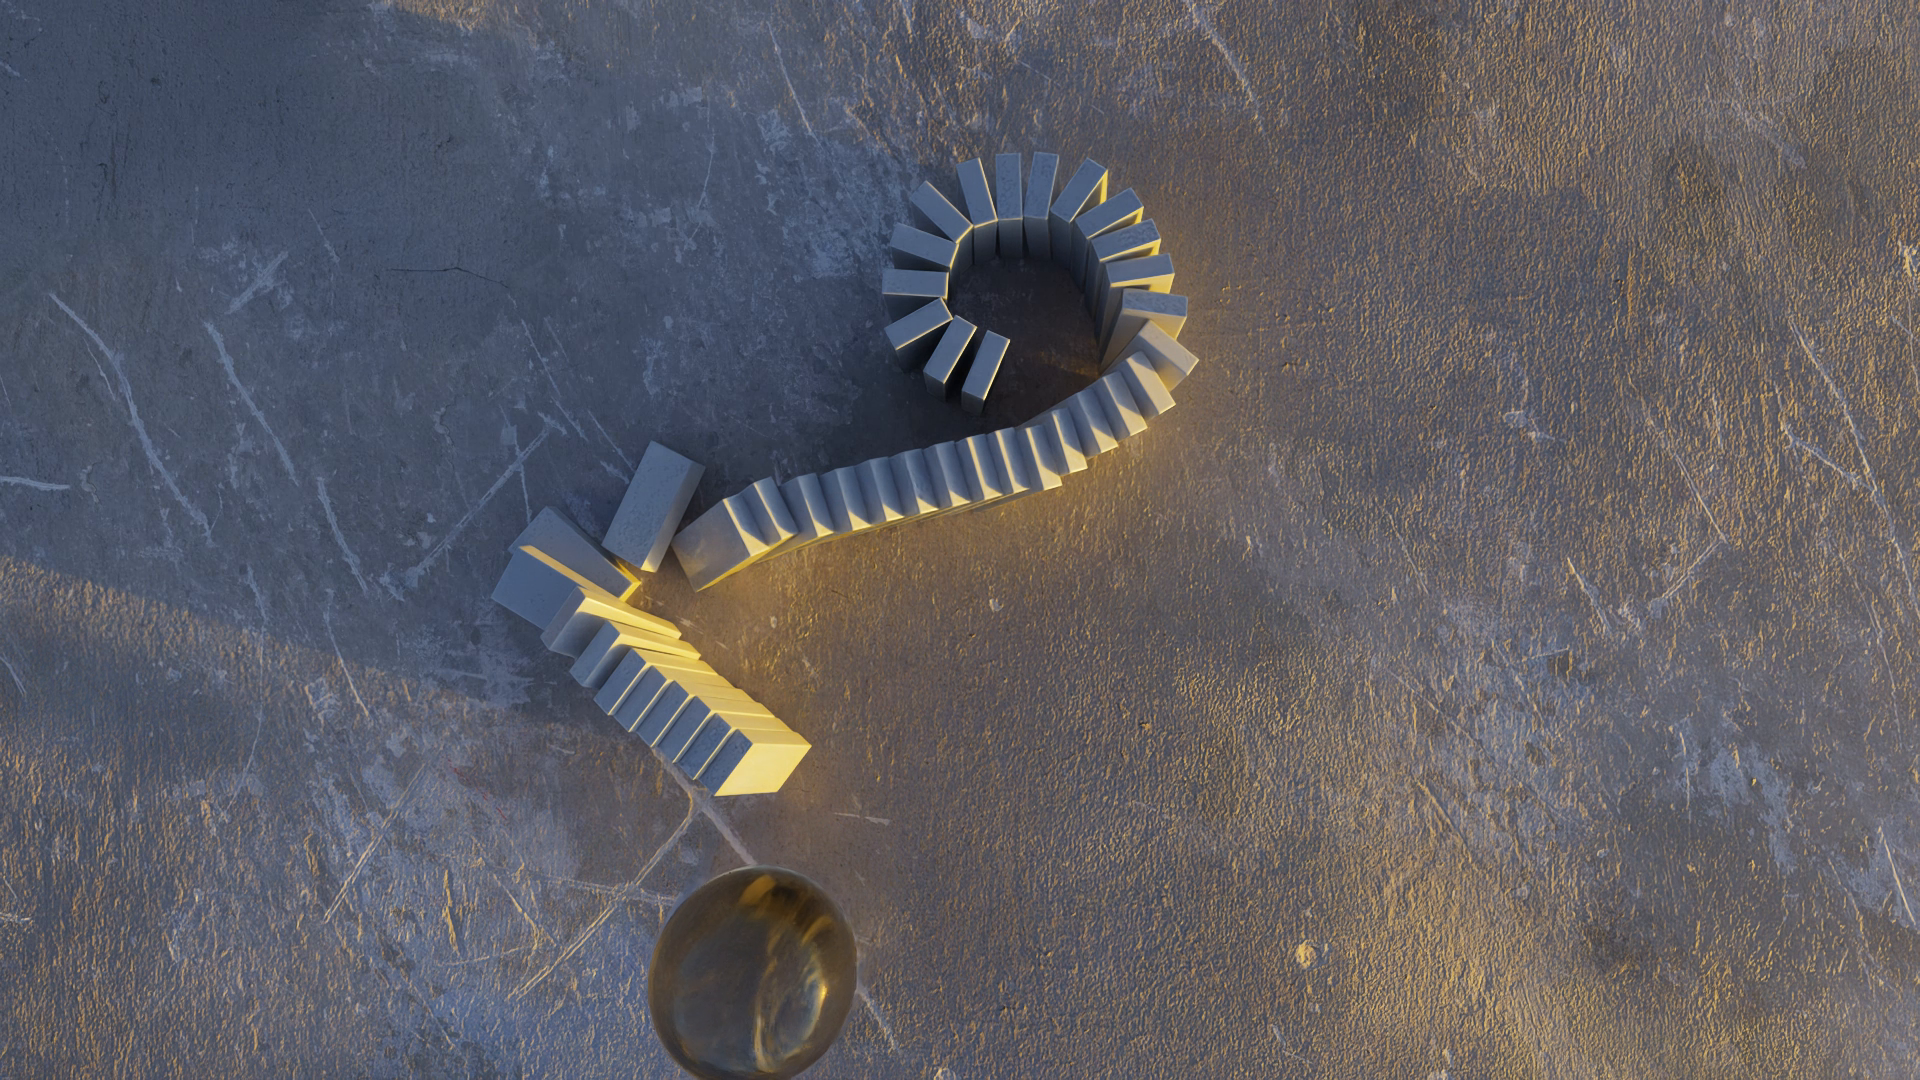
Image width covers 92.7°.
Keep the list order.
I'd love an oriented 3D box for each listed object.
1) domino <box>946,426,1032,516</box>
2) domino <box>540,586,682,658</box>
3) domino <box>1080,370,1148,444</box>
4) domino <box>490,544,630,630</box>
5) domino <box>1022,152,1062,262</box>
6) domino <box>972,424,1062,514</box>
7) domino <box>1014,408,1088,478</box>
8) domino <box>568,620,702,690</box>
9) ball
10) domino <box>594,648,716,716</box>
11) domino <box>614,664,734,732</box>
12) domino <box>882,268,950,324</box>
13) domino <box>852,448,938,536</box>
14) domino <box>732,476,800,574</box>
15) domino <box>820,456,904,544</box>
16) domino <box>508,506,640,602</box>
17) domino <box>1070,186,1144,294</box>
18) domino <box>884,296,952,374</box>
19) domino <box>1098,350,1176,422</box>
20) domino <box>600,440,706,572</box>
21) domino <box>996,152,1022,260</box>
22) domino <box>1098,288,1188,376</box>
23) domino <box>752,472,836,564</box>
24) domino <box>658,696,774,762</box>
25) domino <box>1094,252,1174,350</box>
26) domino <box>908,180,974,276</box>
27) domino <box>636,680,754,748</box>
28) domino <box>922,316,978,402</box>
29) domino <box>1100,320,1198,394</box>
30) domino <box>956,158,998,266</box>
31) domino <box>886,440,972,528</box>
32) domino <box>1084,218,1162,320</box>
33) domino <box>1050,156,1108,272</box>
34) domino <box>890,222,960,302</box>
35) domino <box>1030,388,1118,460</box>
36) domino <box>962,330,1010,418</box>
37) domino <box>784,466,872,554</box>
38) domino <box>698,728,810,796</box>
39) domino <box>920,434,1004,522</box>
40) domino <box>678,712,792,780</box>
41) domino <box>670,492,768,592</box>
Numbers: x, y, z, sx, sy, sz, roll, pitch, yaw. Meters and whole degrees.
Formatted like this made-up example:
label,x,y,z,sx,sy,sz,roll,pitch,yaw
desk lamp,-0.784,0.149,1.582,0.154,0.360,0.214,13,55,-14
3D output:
label,x,y,z,sx,sy,sz,roll,pitch,yaw
domino,0.007,-0.027,0.377,0.009,0.050,0.025,-17,90,-34
domino,-0.143,0.039,0.378,0.009,0.050,0.025,36,90,38
domino,0.053,-0.048,0.376,0.009,0.050,0.025,-26,90,-29
domino,-0.168,0.026,0.386,0.050,0.009,0.025,31,96,1
domino,0.034,-0.135,0.375,0.009,0.050,0.025,11,90,8
domino,0.019,-0.028,0.377,0.010,0.050,0.025,-17,90,-34
domino,0.029,-0.035,0.377,0.010,0.050,0.025,-17,90,-34
domino,-0.132,0.050,0.376,0.010,0.050,0.025,37,90,27
ball,-0.080,0.170,0.360,0.080,0.080,0.080,0,90,0
domino,-0.123,0.060,0.375,0.009,0.050,0.025,37,90,22
domino,-0.115,0.066,0.375,0.009,0.050,0.025,37,90,22
domino,-0.017,-0.098,0.375,0.025,0.050,0.010,4,90,0
domino,-0.031,-0.019,0.378,0.009,0.050,0.025,-16,90,-40
domino,-0.089,-0.005,0.379,0.050,0.010,0.025,-27,90,44
domino,-0.045,-0.016,0.378,0.010,0.050,0.025,-16,90,-43
domino,-0.166,0.011,0.395,0.050,0.009,0.025,42,90,0
domino,0.059,-0.121,0.375,0.025,0.050,0.009,-29,80,0
domino,-0.016,-0.083,0.375,0.025,0.050,0.009,-29,90,0
domino,0.064,-0.055,0.375,0.009,0.050,0.025,-32,90,-26
domino,-0.131,-0.014,0.391,0.025,0.009,0.050,26,90,24
domino,0.020,-0.135,0.375,0.009,0.050,0.025,-2,90,4
domino,0.074,-0.083,0.375,0.025,0.050,0.009,8,69,0
domino,-0.073,-0.008,0.379,0.050,0.009,0.025,-19,90,44
domino,-0.099,0.078,0.375,0.010,0.050,0.025,37,90,22
domino,0.070,-0.096,0.375,0.025,0.050,0.010,-9,71,0
domino,-0.007,-0.126,0.375,0.025,0.050,0.010,44,91,0
domino,-0.107,0.072,0.375,0.009,0.050,0.025,37,90,22
domino,-0.004,-0.073,0.375,0.009,0.050,0.025,30,90,0
domino,0.073,-0.066,0.375,0.025,0.050,0.009,39,66,-1
domino,0.007,-0.133,0.375,0.009,0.050,0.025,-16,90,1
domino,-0.017,-0.022,0.377,0.009,0.050,0.025,-16,90,-37
domino,0.065,-0.109,0.375,0.025,0.050,0.009,-19,75,0
domino,0.048,-0.131,0.375,0.009,0.050,0.025,36,90,9
domino,-0.014,-0.113,0.375,0.025,0.050,0.009,20,90,0
domino,0.041,-0.041,0.377,0.009,0.050,0.025,-23,90,-33
domino,0.010,-0.067,0.375,0.010,0.050,0.025,23,90,0
domino,-0.059,-0.012,0.379,0.009,0.050,0.025,-16,90,-45
domino,-0.083,0.091,0.375,0.010,0.050,0.025,37,90,22
domino,-0.004,-0.025,0.377,0.010,0.050,0.025,-17,90,-34
domino,-0.091,0.085,0.375,0.010,0.050,0.025,37,90,22
domino,-0.101,0.002,0.379,0.050,0.010,0.025,-27,90,44
